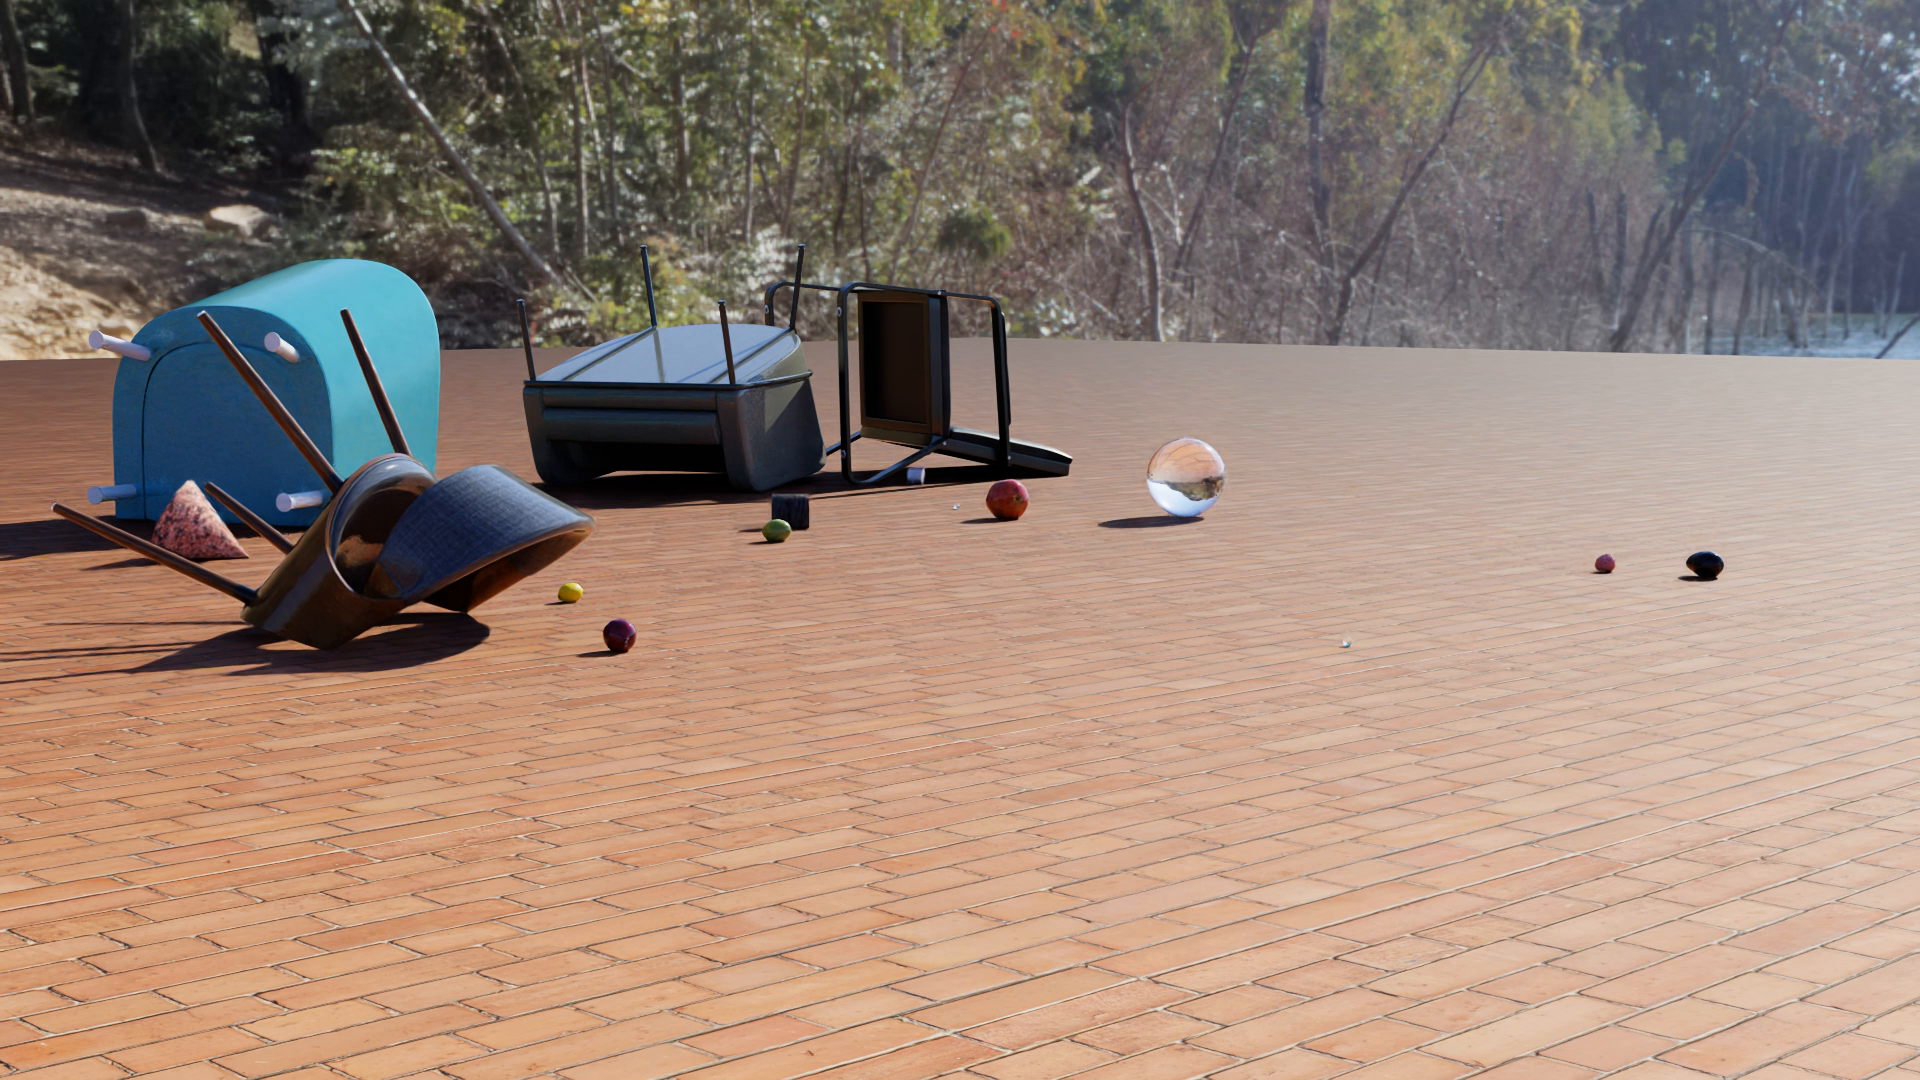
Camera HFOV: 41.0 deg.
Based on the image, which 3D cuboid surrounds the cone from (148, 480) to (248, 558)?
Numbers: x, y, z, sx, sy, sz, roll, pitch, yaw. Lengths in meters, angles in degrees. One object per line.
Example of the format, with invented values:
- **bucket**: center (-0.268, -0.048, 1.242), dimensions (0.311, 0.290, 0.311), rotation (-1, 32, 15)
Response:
- **cone**: center (-1.751, -0.003, 5.995), dimensions (0.203, 0.206, 0.212), rotation (27, -1, -3)

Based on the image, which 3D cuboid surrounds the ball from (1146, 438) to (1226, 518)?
- **ball**: center (0.618, -0.171, 7.010), dimensions (0.217, 0.217, 0.217), rotation (0, 6, 0)

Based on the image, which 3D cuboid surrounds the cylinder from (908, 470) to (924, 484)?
- **cylinder**: center (-0.140, -0.200, 8.129), dimensions (0.046, 0.045, 0.049), rotation (1, 21, 12)

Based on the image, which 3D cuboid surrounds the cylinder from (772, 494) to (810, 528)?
- **cylinder**: center (-0.444, -0.075, 6.708), dimensions (0.096, 0.096, 0.075), rotation (-1, -29, -6)
